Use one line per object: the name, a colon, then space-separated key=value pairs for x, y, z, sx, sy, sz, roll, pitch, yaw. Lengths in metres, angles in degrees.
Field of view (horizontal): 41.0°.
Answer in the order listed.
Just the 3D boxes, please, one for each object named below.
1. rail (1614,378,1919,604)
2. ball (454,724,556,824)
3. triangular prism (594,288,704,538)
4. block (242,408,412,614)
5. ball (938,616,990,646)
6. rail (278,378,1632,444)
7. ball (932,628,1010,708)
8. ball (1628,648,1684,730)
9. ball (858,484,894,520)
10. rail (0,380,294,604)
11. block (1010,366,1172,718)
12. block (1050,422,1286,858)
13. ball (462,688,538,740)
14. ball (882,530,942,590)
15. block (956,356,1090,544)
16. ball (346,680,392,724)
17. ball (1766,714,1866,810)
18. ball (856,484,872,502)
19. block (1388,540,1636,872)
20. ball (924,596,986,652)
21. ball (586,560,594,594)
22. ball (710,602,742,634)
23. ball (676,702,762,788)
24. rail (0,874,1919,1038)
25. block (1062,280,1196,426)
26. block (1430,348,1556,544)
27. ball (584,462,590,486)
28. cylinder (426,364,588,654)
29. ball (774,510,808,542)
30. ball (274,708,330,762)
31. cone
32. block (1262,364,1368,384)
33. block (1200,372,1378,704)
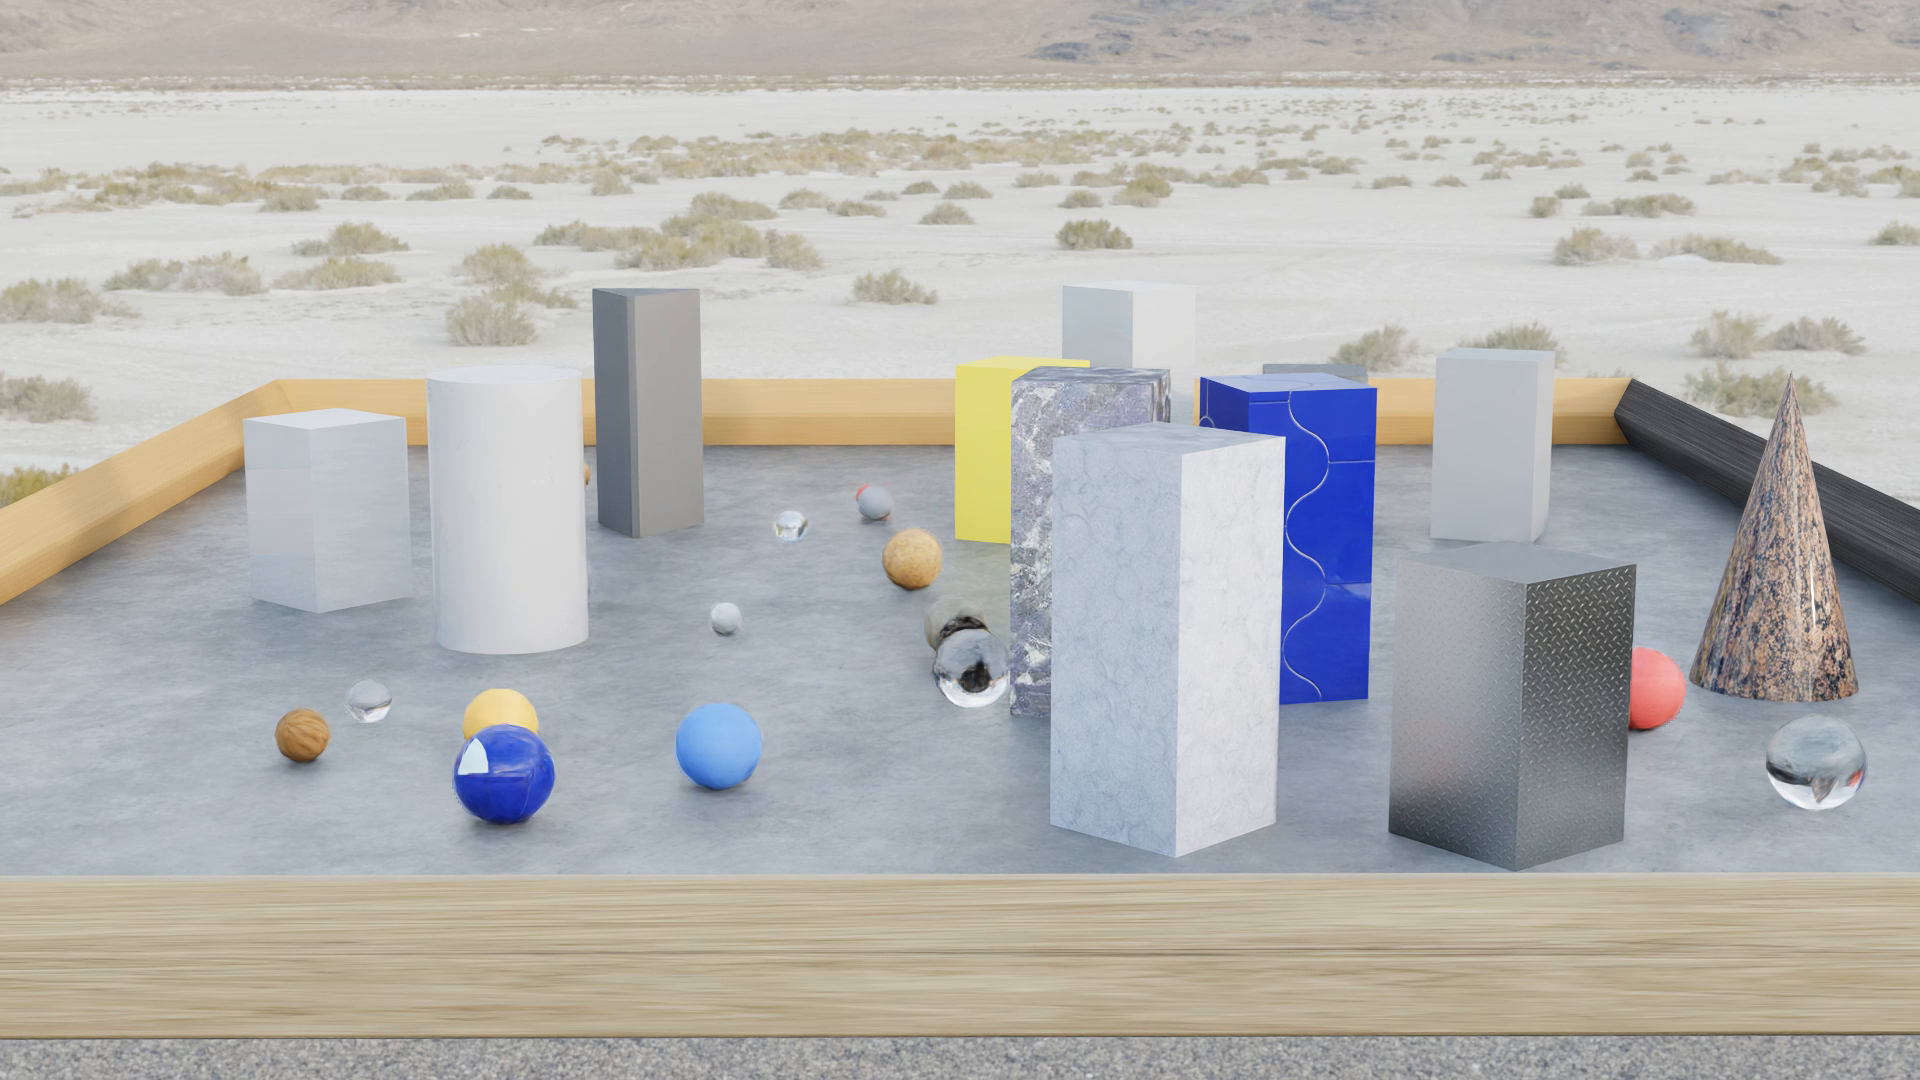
rail: x=1.287 y=0.031 z=3.456 sx=0.045 sy=0.127 sz=3.085 roll=0 pitch=11 yaw=0
ball: x=-0.442 y=0.227 z=2.488 sx=0.097 sy=0.097 sz=0.097 roll=0 pitch=11 yaw=0
triangular prism: x=-0.519 y=-0.207 z=4.062 sx=0.146 sy=0.376 sz=0.169 roll=7 pitch=12 yaw=32
block: x=-0.869 y=-0.044 z=3.531 sx=0.156 sy=0.249 sz=0.156 roll=9 pitch=14 yaw=41
ball: x=0.006 y=0.126 z=3.115 sx=0.066 sy=0.066 sz=0.066 roll=0 pitch=11 yaw=0
rail: x=-0.009 y=-0.245 z=4.942 sx=2.621 sy=0.127 sz=0.045 roll=0 pitch=11 yaw=0
ball: x=0.014 y=0.147 z=2.936 sx=0.092 sy=0.092 sz=0.092 roll=0 pitch=11 yaw=0
ball: x=0.755 y=0.164 z=2.842 sx=0.091 sy=0.091 sz=0.091 roll=0 pitch=11 yaw=0
ball: x=-0.137 y=-0.060 z=4.142 sx=0.058 sy=0.058 sz=0.058 roll=0 pitch=11 yaw=0
rail: x=-1.287 y=0.034 z=3.442 sx=0.045 sy=0.127 sz=3.085 roll=0 pitch=11 yaw=0
block: x=0.150 y=0.001 z=2.931 sx=0.156 sy=0.380 sz=0.156 roll=2 pitch=11 yaw=13
block: x=0.198 y=0.089 z=2.459 sx=0.156 sy=0.379 sz=0.156 roll=10 pitch=14 yaw=43
ball: x=-0.486 y=0.195 z=2.710 sx=0.078 sy=0.078 sz=0.078 roll=0 pitch=11 yaw=0
ball: x=-0.066 y=0.027 z=3.597 sx=0.085 sy=0.085 sz=0.085 roll=0 pitch=11 yaw=0
block: x=0.098 y=-0.141 z=3.995 sx=0.156 sy=0.271 sz=0.156 roll=5 pitch=12 yaw=27
ball: x=-0.661 y=0.180 z=2.871 sx=0.049 sy=0.049 sz=0.049 roll=0 pitch=11 yaw=0
ball: x=0.845 y=0.220 z=2.534 sx=0.095 sy=0.095 sz=0.095 roll=0 pitch=11 yaw=0
ball: x=-0.151 y=-0.071 z=4.249 sx=0.041 sy=0.041 sz=0.041 roll=0 pitch=11 yaw=0
block: x=0.521 y=0.151 z=2.426 sx=0.156 sy=0.268 sz=0.156 roll=-8 pitch=13 yaw=-37
ball: x=-0.007 y=0.108 z=3.183 sx=0.077 sy=0.077 sz=0.077 roll=0 pitch=11 yaw=0
ball: x=-0.534 y=0.052 z=3.502 sx=0.071 sy=0.071 sz=0.071 roll=0 pitch=11 yaw=0
ball: x=-0.303 y=0.101 z=3.318 sx=0.041 sy=0.041 sz=0.041 roll=0 pitch=11 yaw=0
ball: x=-0.245 y=0.209 z=2.609 sx=0.088 sy=0.088 sz=0.088 roll=0 pitch=11 yaw=0
rail: x=0.009 y=0.310 z=1.956 sx=2.621 sy=0.127 sz=0.045 roll=0 pitch=11 yaw=0
block: x=0.280 y=-0.243 z=4.286 sx=0.156 sy=0.364 sz=0.156 roll=-10 pitch=15 yaw=-44
block: x=0.834 y=-0.150 z=4.014 sx=0.156 sy=0.282 sz=0.156 roll=4 pitch=11 yaw=22
ball: x=-0.668 y=-0.113 z=4.420 sx=0.061 sy=0.061 sz=0.061 roll=0 pitch=11 yaw=0
cylinder: x=-0.576 y=-0.042 z=3.270 sx=0.195 sy=0.341 sz=0.195 roll=0 pitch=11 yaw=0
ball: x=-0.260 y=-0.022 z=3.953 sx=0.051 sy=0.051 sz=0.051 roll=0 pitch=11 yaw=0
ball: x=-0.695 y=0.206 z=2.712 sx=0.056 sy=0.056 sz=0.056 roll=0 pitch=11 yaw=0
cone: x=0.970 y=-0.014 z=3.028 sx=0.195 sy=0.374 sz=0.195 roll=0 pitch=11 yaw=0
block: x=0.552 y=-0.138 z=4.015 sx=0.156 sy=0.258 sz=0.156 roll=1 pitch=11 yaw=5
block: x=0.379 y=-0.004 z=3.003 sx=0.156 sy=0.363 sz=0.156 roll=-3 pitch=11 yaw=-15
